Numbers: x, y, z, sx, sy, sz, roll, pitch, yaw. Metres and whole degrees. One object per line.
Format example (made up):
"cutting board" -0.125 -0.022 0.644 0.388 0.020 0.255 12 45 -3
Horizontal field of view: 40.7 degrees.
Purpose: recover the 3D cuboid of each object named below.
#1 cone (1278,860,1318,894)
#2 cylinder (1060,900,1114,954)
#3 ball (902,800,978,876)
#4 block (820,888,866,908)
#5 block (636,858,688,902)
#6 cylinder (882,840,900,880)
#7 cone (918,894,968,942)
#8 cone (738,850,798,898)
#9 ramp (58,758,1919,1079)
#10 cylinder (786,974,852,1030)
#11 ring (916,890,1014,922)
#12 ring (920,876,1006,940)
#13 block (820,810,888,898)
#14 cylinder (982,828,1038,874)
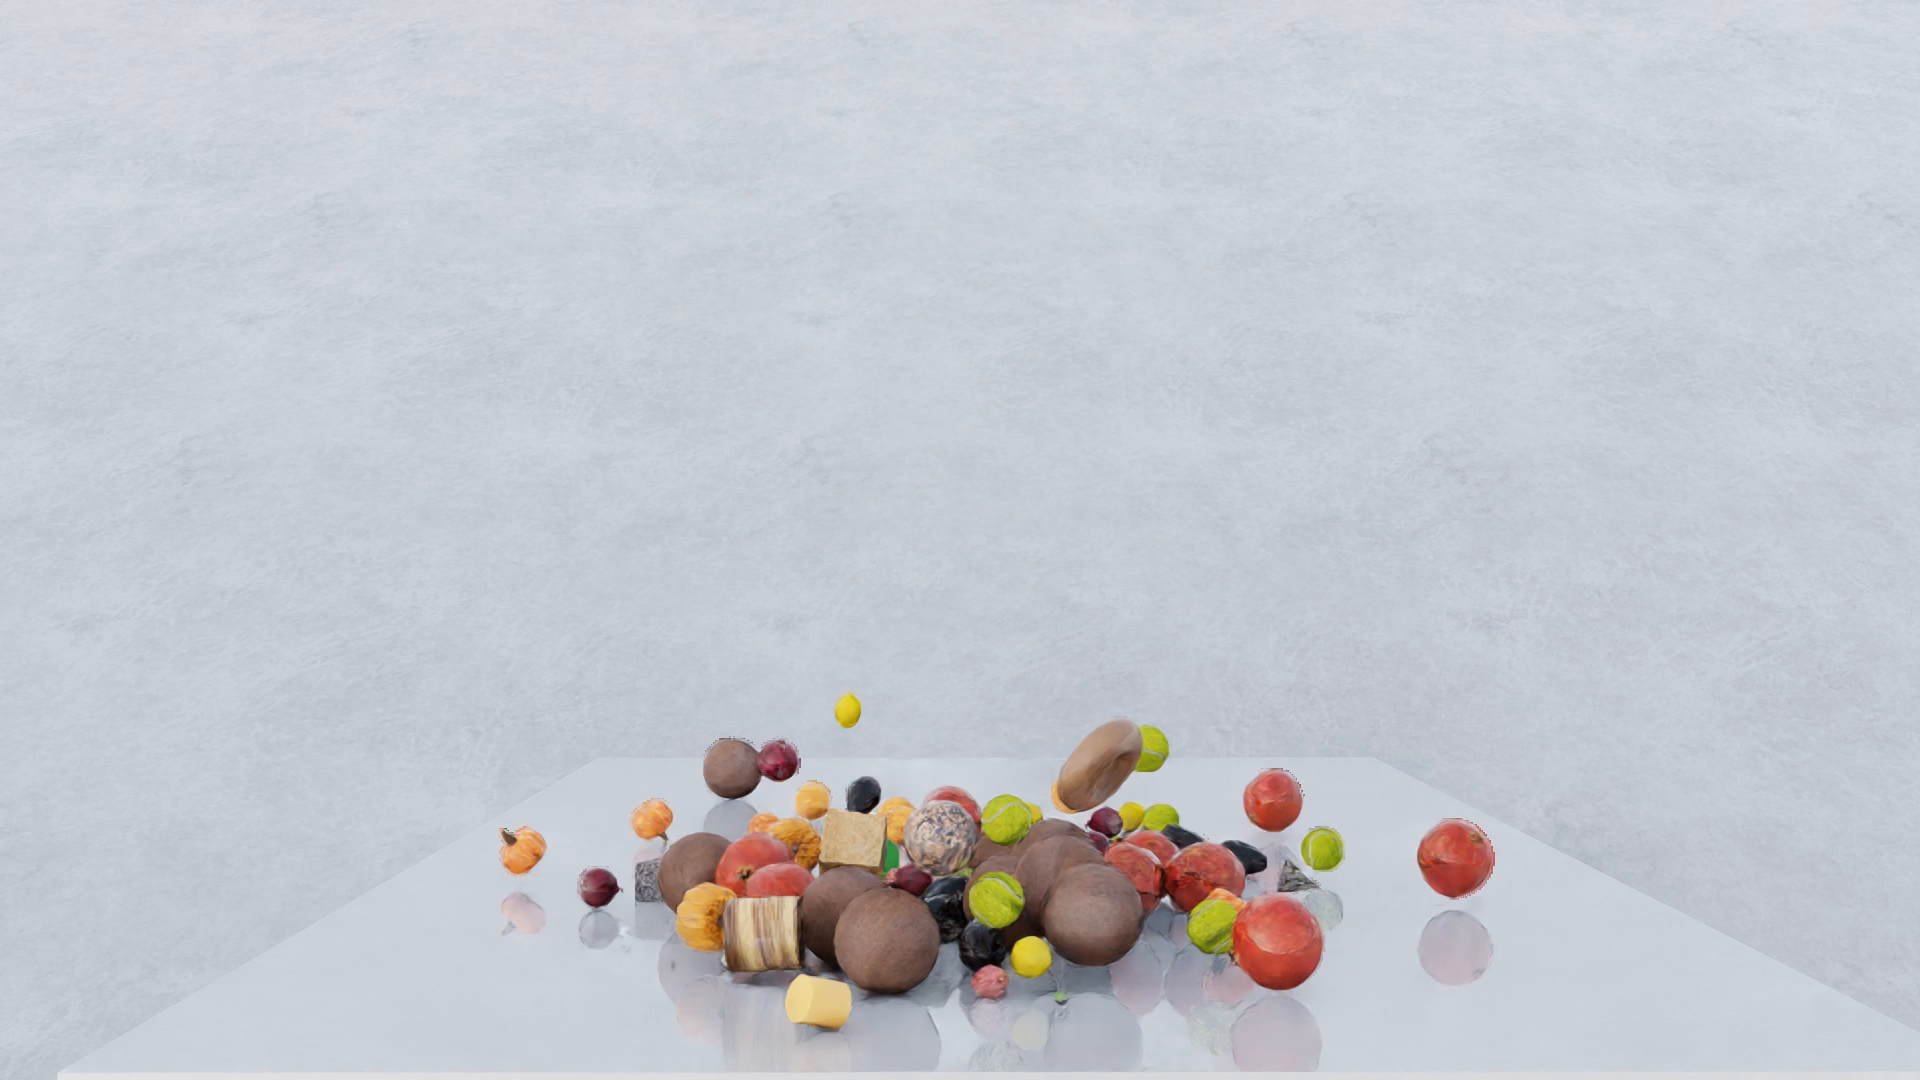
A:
"cone" 0.497 0.499 3.776 0.054 0.054 0.054 15 34 20
"cylinder" 0.170 0.514 3.440 0.060 0.060 0.060 13 32 3
"ball" -0.024 0.368 3.195 0.094 0.094 0.094 0 30 0
"block" -0.176 0.526 3.921 0.054 0.054 0.054 0 0 17
"block" -0.459 0.524 3.981 0.058 0.058 0.058 0 0 20
"cylinder" -0.146 0.520 4.230 0.066 0.066 0.066 0 22 46
"cone" -0.018 0.503 3.525 0.070 0.070 0.070 4 63 -7
"cone" -0.270 0.482 3.826 0.082 0.082 0.082 -40 36 3
"ramp" 0.068 0.605 4.670 2.000 0.100 4.000 0 0 0
"cylinder" -0.158 0.517 2.896 0.053 0.053 0.053 19 17 -36
"ring" 0.007 0.528 3.719 0.143 0.048 0.143 -1 -1 0
"ring" 0.005 0.512 3.611 0.122 0.041 0.122 7 28 -3
"block" -0.156 0.460 3.789 0.087 0.087 0.087 5 52 3
"cylinder" 0.082 0.511 4.254 0.064 0.064 0.064 -14 21 32
